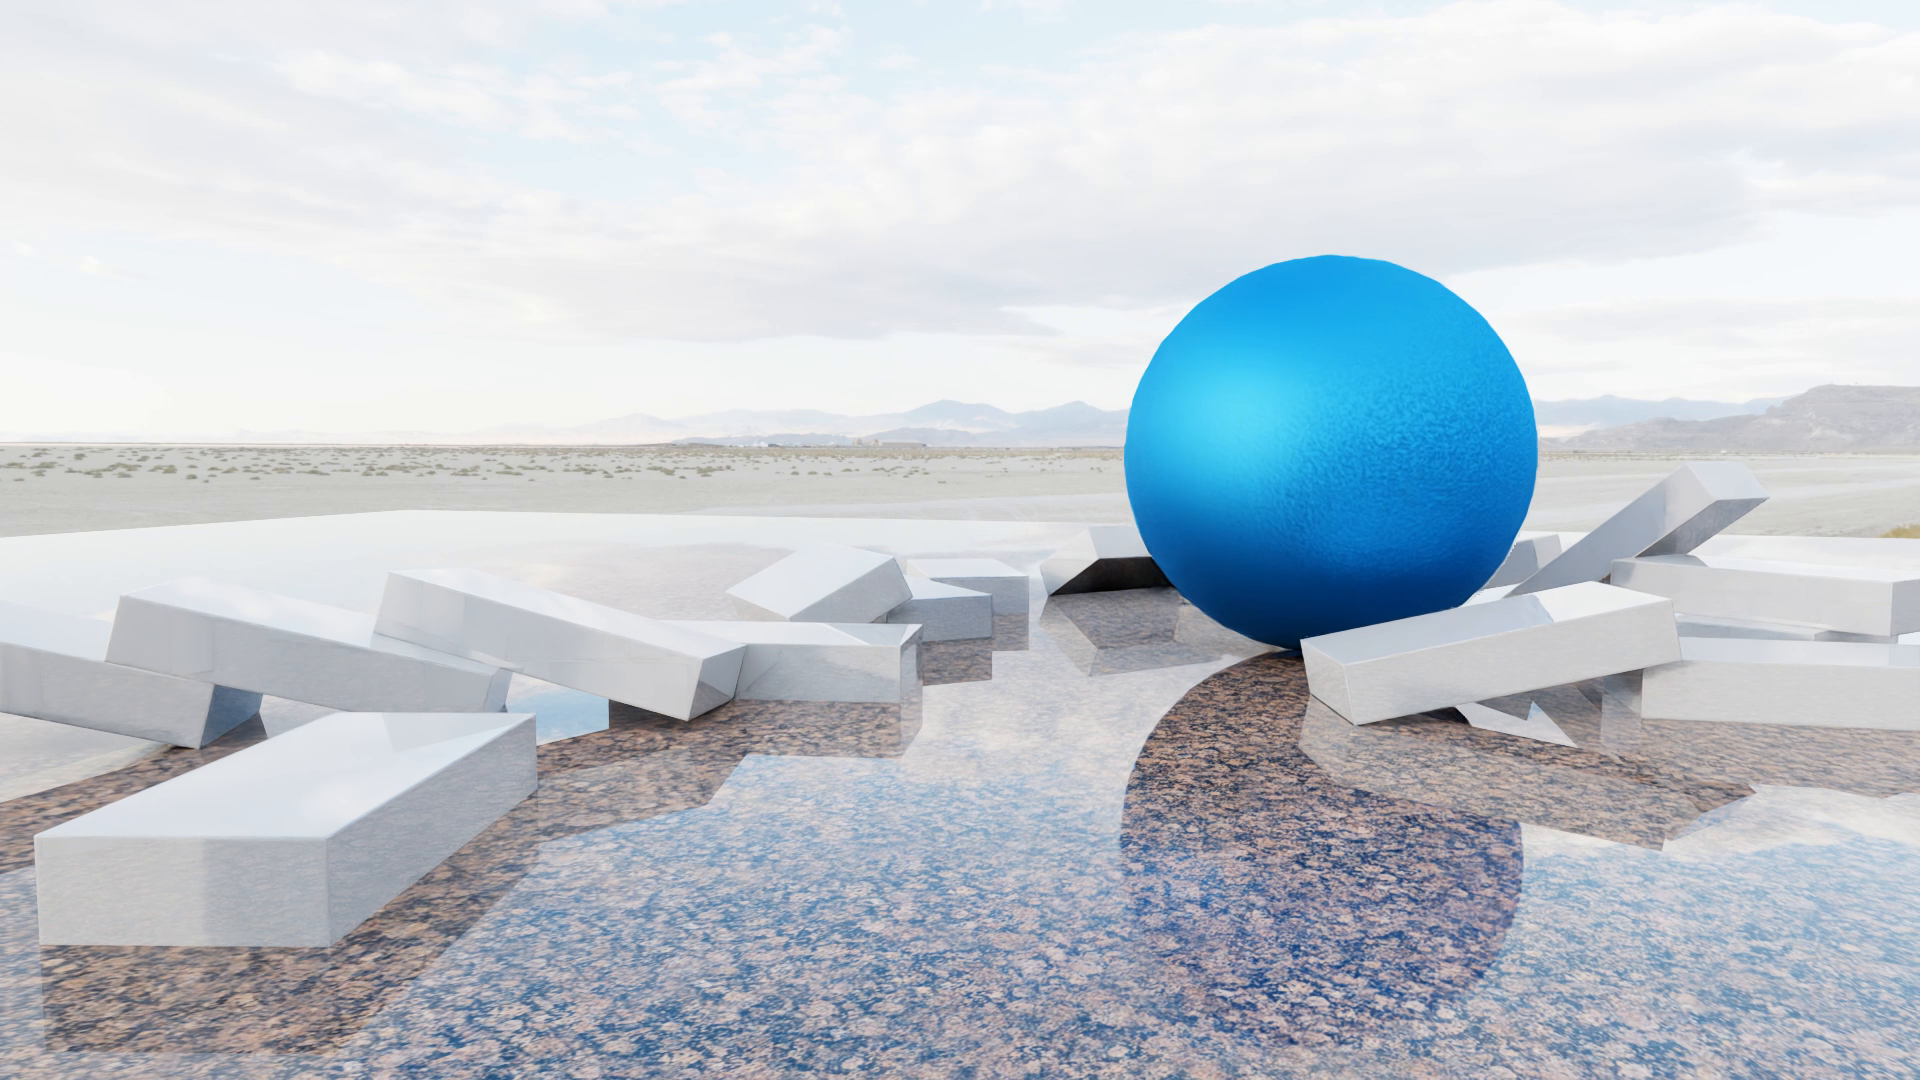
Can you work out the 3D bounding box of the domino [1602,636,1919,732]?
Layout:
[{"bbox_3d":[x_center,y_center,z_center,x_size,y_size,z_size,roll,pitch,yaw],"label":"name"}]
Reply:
[{"bbox_3d":[0.133,0.022,0.205,0.050,0.010,0.025,1,4,14],"label":"domino"}]

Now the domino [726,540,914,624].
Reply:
[{"bbox_3d":[-0.032,0.012,0.280,0.025,0.010,0.050,-30,15,-20],"label":"domino"}]

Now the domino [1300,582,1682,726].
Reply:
[{"bbox_3d":[0.083,0.018,0.205,0.050,0.009,0.025,-12,4,1],"label":"domino"}]

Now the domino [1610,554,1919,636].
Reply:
[{"bbox_3d":[0.157,0.010,0.247,0.025,0.009,0.050,-3,5,-32],"label":"domino"}]

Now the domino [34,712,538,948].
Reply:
[{"bbox_3d":[-0.065,0.028,0.133,0.025,0.009,0.050,0,4,1],"label":"domino"}]

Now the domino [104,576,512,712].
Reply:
[{"bbox_3d":[-0.095,0.017,0.193,0.050,0.010,0.025,14,1,-11],"label":"domino"}]

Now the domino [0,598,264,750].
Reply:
[{"bbox_3d":[-0.131,0.018,0.186,0.050,0.010,0.025,14,2,-12],"label":"domino"}]

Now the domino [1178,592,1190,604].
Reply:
[{"bbox_3d":[0.084,0.006,0.344,0.050,0.010,0.025,-12,0,17],"label":"domino"}]

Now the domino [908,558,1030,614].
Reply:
[{"bbox_3d":[0.001,0.012,0.345,0.025,0.009,0.050,-1,4,-9],"label":"domino"}]

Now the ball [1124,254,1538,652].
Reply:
[{"bbox_3d":[0.074,-0.017,0.261,0.080,0.080,0.080,0,4,0],"label":"ball"}]

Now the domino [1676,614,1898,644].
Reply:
[{"bbox_3d":[0.160,0.019,0.250,0.050,0.009,0.025,-4,6,-40],"label":"domino"}]

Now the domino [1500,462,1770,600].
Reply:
[{"bbox_3d":[0.145,0.002,0.279,0.025,0.010,0.050,-3,-34,-36],"label":"domino"}]

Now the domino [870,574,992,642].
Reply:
[{"bbox_3d":[-0.015,0.015,0.299,0.025,0.010,0.050,-2,5,-26],"label":"domino"}]

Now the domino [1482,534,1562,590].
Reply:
[{"bbox_3d":[0.119,0.008,0.316,0.050,0.009,0.025,-14,-5,37],"label":"domino"}]

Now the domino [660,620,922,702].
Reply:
[{"bbox_3d":[-0.033,0.021,0.226,0.050,0.009,0.025,0,4,7],"label":"domino"}]

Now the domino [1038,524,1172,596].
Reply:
[{"bbox_3d":[0.050,0.005,0.364,0.050,0.009,0.025,-3,-24,-33],"label":"domino"}]

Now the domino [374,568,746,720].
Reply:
[{"bbox_3d":[-0.062,0.016,0.203,0.050,0.009,0.025,15,1,5],"label":"domino"}]
